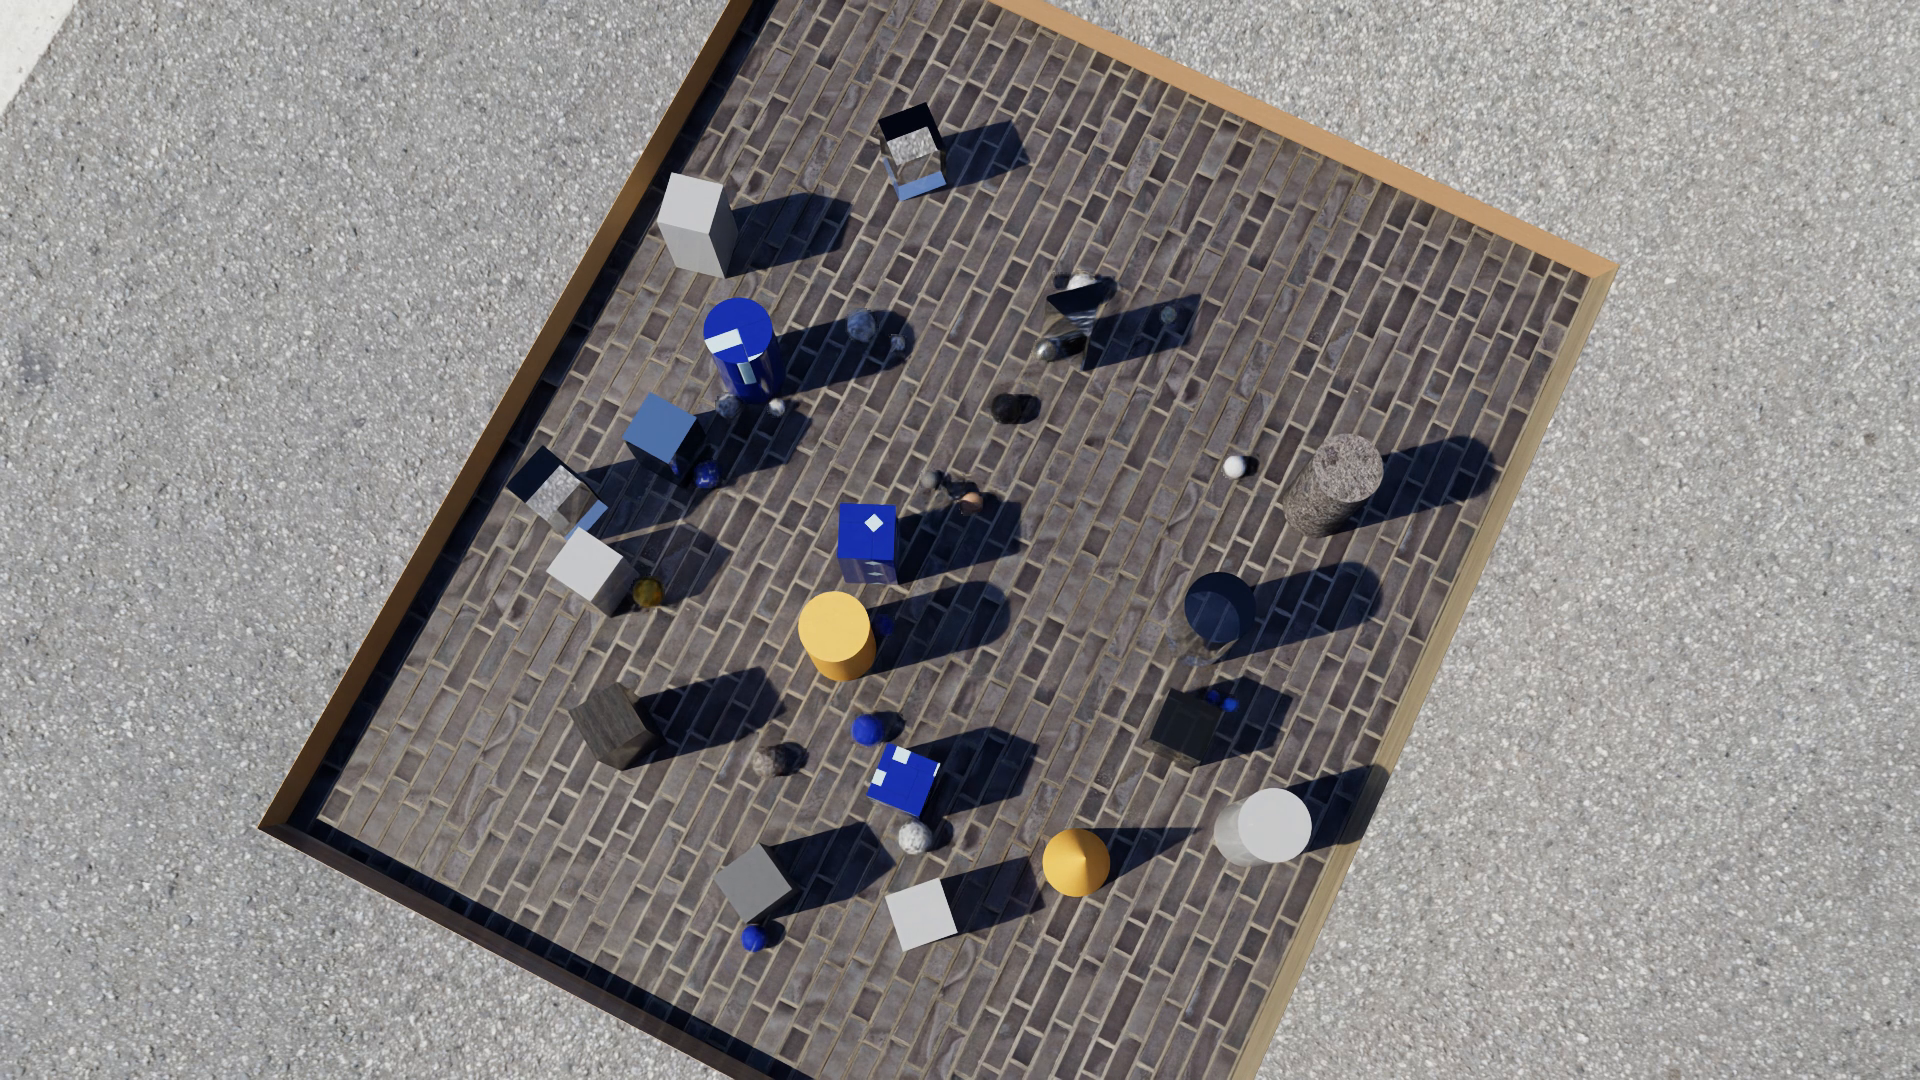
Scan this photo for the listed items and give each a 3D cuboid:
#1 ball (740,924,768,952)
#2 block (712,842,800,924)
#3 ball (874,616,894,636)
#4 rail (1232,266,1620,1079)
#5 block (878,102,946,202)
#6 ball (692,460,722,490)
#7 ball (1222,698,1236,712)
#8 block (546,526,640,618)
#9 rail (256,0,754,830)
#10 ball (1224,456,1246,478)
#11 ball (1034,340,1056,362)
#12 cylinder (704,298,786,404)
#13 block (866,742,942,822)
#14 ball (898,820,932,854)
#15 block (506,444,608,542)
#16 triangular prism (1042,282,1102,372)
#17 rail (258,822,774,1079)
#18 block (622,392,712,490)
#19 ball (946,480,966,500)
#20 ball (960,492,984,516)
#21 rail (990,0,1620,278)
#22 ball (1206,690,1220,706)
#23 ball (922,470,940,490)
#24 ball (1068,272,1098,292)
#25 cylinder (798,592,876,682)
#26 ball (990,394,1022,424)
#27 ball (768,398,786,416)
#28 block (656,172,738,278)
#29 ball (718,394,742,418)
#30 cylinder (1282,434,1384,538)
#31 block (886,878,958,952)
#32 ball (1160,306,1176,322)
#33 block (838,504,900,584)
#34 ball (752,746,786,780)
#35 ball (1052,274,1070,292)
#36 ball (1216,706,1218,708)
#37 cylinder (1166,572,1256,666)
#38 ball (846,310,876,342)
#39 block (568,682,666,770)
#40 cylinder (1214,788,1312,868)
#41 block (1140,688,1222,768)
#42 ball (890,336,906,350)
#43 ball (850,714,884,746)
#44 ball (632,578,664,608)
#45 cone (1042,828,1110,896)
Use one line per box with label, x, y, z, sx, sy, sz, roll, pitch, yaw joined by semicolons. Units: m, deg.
ball;-0.599;1.160;5.336;0.079;0.079;0.079;0;78;0
block;-0.580;0.987;5.259;0.160;0.300;0.160;-36;81;-7
ball;-0.227;0.259;5.532;0.061;0.061;0.061;0;78;0
rail;1.267;0.627;5.419;0.045;0.130;3.365;26;80;5
block;-0.148;-1.209;5.721;0.160;0.286;0.160;-21;79;-4
ball;-0.776;-0.199;5.613;0.087;0.087;0.087;0;78;0
ball;0.806;0.493;5.492;0.045;0.045;0.045;0;78;0
block;-1.087;0.099;5.446;0.160;0.293;0.160;33;80;6
rail;-1.267;-0.613;5.676;0.045;0.130;3.365;26;80;5
ball;0.845;-0.225;5.628;0.069;0.069;0.069;0;78;0
ball;0.263;-0.590;5.705;0.066;0.066;0.066;0;78;0
cylinder;-0.644;-0.564;5.517;0.200;0.424;0.200;0;78;0
block;-0.160;0.705;5.311;0.160;0.313;0.160;21;79;4
ball;-0.133;0.875;5.385;0.100;0.100;0.100;0;78;0
block;-1.195;-0.127;5.453;0.160;0.373;0.160;39;81;7
triangular prism;0.369;-0.671;5.573;0.173;0.358;0.150;44;82;8
rail;-0.742;1.460;5.247;2.880;0.130;0.045;26;80;5
block;-0.877;-0.294;5.508;0.160;0.333;0.160;29;80;6
ball;-0.011;-0.151;5.618;0.060;0.060;0.060;0;78;0
ball;0.038;-0.111;5.604;0.070;0.070;0.070;0;78;0
rail;0.742;-1.446;5.849;2.880;0.130;0.045;26;80;5
ball;0.760;0.473;5.496;0.045;0.045;0.045;0;78;0
ball;-0.090;-0.184;5.625;0.058;0.058;0.058;0;78;0
ball;0.385;-0.787;5.730;0.097;0.097;0.097;0;78;0
cylinder;-0.353;0.286;5.337;0.200;0.431;0.200;0;78;0
ball;0.141;-0.404;5.650;0.098;0.098;0.098;0;78;0
ball;-0.566;-0.410;5.673;0.055;0.055;0.055;0;78;0
block;-0.800;-0.959;5.618;0.160;0.385;0.160;14;79;3
ball;-0.711;-0.412;5.655;0.075;0.075;0.075;0;78;0
cylinder;1.092;-0.153;5.397;0.200;0.492;0.200;0;78;0
block;-0.109;1.074;5.254;0.160;0.276;0.160;-19;79;-4
ball;0.653;-0.705;5.737;0.051;0.051;0.051;0;78;0
block;-0.266;0.016;5.413;0.160;0.393;0.160;2;78;0
ball;-0.568;0.659;5.430;0.099;0.099;0.099;0;78;0
ball;0.316;-0.809;5.755;0.056;0.056;0.056;0;78;0
ball;0.759;0.517;5.488;0.043;0.043;0.043;0;78;0
cylinder;0.721;0.236;5.316;0.200;0.494;0.200;0;78;0
ball;-0.307;-0.666;5.707;0.094;0.094;0.094;0;78;0
block;-0.987;0.544;5.311;0.160;0.379;0.160;-32;80;-6
cylinder;0.853;0.821;5.201;0.200;0.480;0.200;0;78;0
block;0.646;0.554;5.366;0.160;0.266;0.160;24;79;5
ball;-0.194;-0.615;5.720;0.047;0.047;0.047;0;78;0
ball;-0.276;0.565;5.451;0.096;0.096;0.096;0;78;0
ball;-0.942;0.159;5.536;0.093;0.093;0.093;0;78;0
cone;0.345;0.913;5.221;0.200;0.405;0.200;0;78;0
